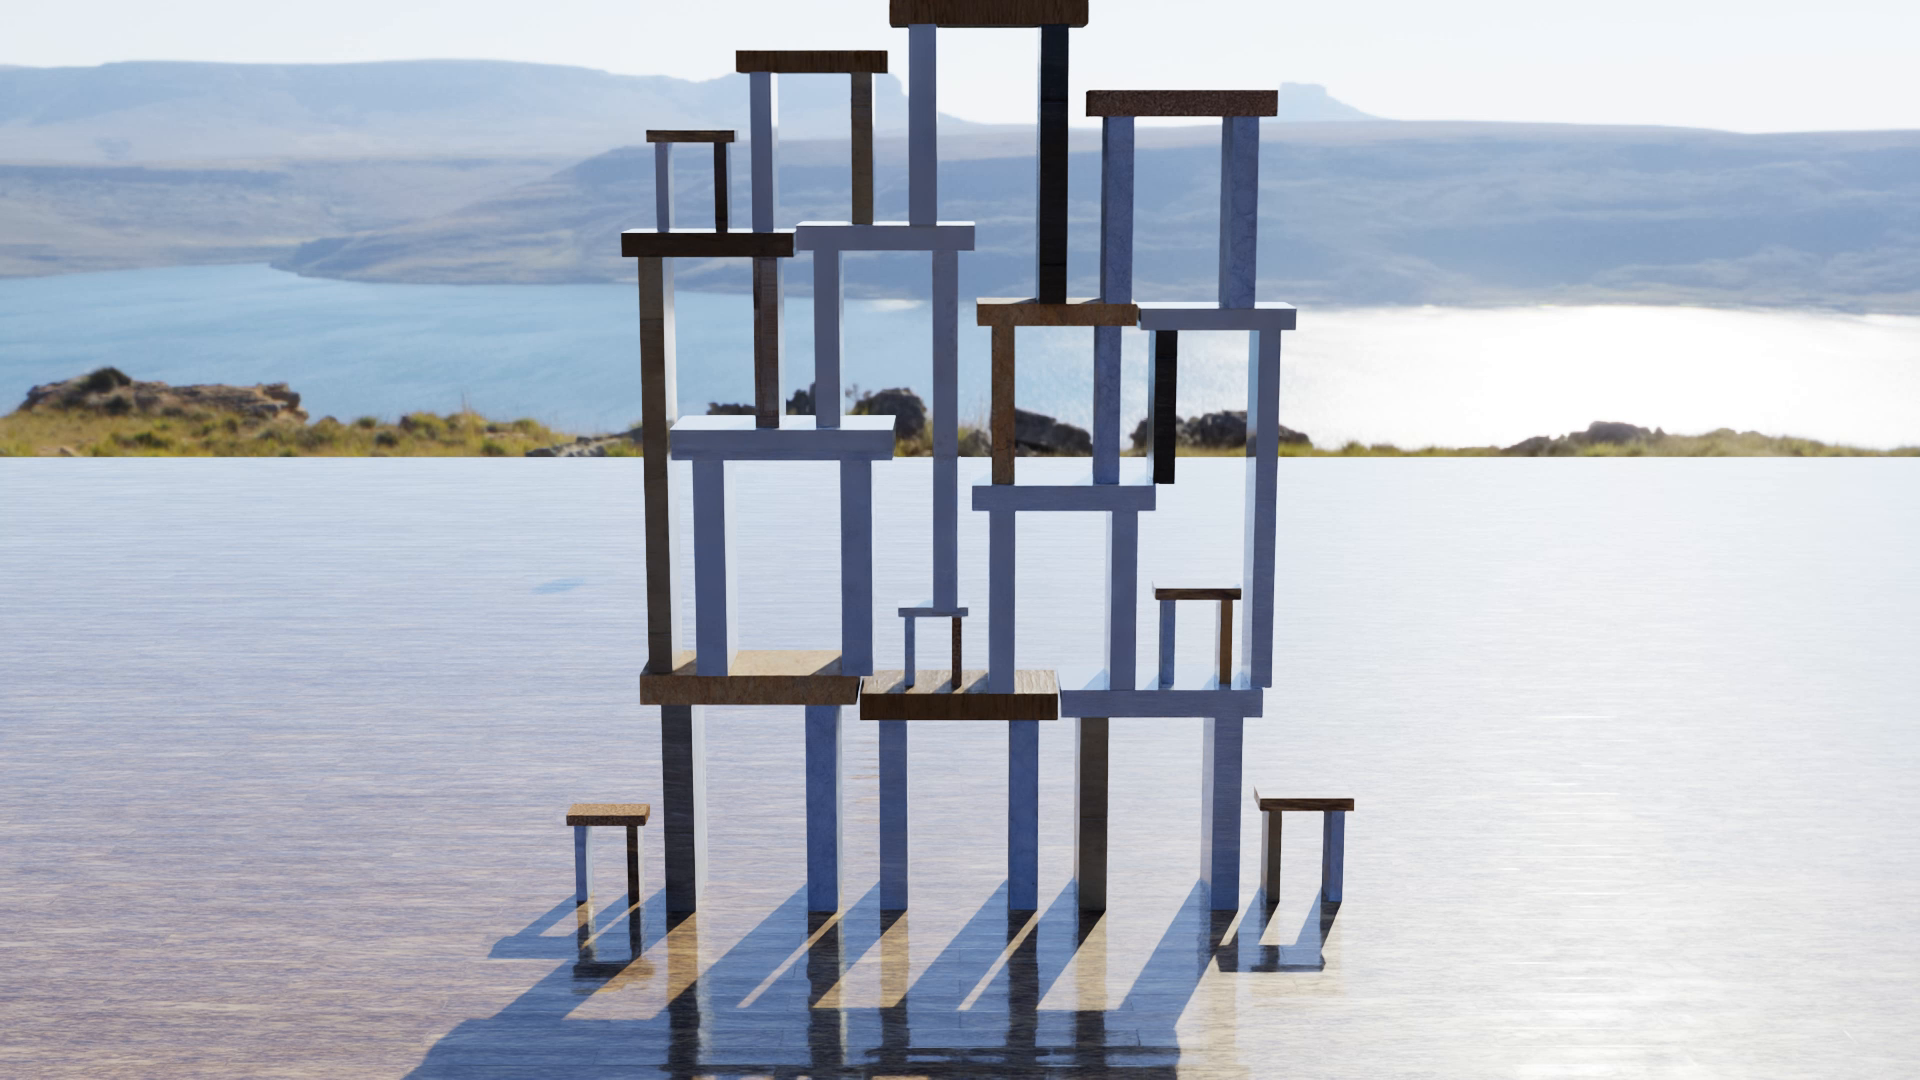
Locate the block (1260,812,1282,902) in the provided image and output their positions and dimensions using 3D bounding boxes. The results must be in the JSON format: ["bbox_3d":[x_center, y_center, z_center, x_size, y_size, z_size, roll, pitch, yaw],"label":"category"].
[{"bbox_3d":[0.517,0.514,3.656,0.022,0.155,0.077,0,11,0],"label":"block"}]

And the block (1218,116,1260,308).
[{"bbox_3d":[0.439,-0.518,3.468,0.041,0.293,0.143,0,11,0],"label":"block"}]

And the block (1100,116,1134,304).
[{"bbox_3d":[0.247,-0.521,3.466,0.041,0.286,0.143,0,11,0],"label":"block"}]

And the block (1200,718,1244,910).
[{"bbox_3d":[0.433,0.430,3.643,0.046,0.324,0.162,0,11,0],"label":"block"}]

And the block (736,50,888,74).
[{"bbox_3d":[-0.228,-0.744,3.426,0.232,0.033,0.116,0,11,-1],"label":"block"}]

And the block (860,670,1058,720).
[{"bbox_3d":[-0.002,0.254,3.611,0.319,0.045,0.159,0,11,0],"label":"block"}]

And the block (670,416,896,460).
[{"bbox_3d":[-0.279,-0.164,3.526,0.347,0.049,0.174,0,11,0],"label":"block"}]

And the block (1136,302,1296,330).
[{"bbox_3d":[0.404,-0.355,3.490,0.243,0.034,0.122,0,11,0],"label":"block"}]

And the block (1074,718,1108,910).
[{"bbox_3d":[0.216,0.430,3.643,0.046,0.324,0.162,0,11,0],"label":"block"}]

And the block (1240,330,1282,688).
[{"bbox_3d":[0.485,-0.056,3.546,0.034,0.575,0.122,0,11,0],"label":"block"}]

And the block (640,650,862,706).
[{"bbox_3d":[-0.339,0.225,3.604,0.346,0.049,0.173,0,11,0],"label":"block"}]

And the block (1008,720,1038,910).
[{"bbox_3d":[0.104,0.433,3.644,0.045,0.319,0.159,0,11,0],"label":"block"}]

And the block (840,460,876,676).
[{"bbox_3d":[-0.163,0.031,3.562,0.049,0.347,0.174,0,11,0],"label":"block"}]

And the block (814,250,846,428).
[{"bbox_3d":[-0.208,-0.326,3.503,0.039,0.276,0.138,0,11,0],"label":"block"}]

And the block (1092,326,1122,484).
[{"bbox_3d":[0.235,-0.222,3.517,0.035,0.249,0.125,0,11,0],"label":"block"}]

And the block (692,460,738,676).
[{"bbox_3d":[-0.395,0.031,3.562,0.049,0.347,0.174,0,11,0],"label":"block"}]

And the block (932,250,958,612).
[{"bbox_3d":[-0.023,-0.179,3.531,0.039,0.574,0.138,0,11,0],"label":"block"}]

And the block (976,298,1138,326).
[{"bbox_3d":[0.152,-0.362,3.492,0.249,0.035,0.125,0,11,0],"label":"block"}]

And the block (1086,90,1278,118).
[{"bbox_3d":[0.344,-0.682,3.438,0.286,0.041,0.143,0,11,0],"label":"block"}]

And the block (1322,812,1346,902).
[{"bbox_3d":[0.621,0.514,3.656,0.022,0.155,0.077,0,11,0],"label":"block"}]

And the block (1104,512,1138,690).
[{"bbox_3d":[0.261,0.084,3.571,0.041,0.291,0.145,0,11,0],"label":"block"}]

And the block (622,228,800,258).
[{"bbox_3d":[-0.392,-0.470,3.473,0.266,0.038,0.133,0,11,0],"label":"block"}]

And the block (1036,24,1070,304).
[{"bbox_3d":[0.144,-0.589,3.452,0.043,0.425,0.152,0,11,0],"label":"block"}]

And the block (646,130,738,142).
[{"bbox_3d":[-0.418,-0.632,3.444,0.137,0.019,0.068,0,10,0],"label":"block"}]

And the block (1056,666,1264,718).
[{"bbox_3d":[0.325,0.248,3.609,0.324,0.046,0.162,0,11,0],"label":"block"}]

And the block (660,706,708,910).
[{"bbox_3d":[-0.455,0.419,3.641,0.049,0.347,0.173,0,11,0],"label":"block"}]

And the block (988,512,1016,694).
[{"bbox_3d":[0.067,0.087,3.572,0.041,0.297,0.145,0,11,0],"label":"block"}]

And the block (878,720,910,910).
[{"bbox_3d":[-0.108,0.433,3.644,0.045,0.319,0.159,0,11,0],"label":"block"}]

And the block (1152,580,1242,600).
[{"bbox_3d":[0.384,0.081,3.571,0.139,0.020,0.069,0,11,0],"label":"block"}]

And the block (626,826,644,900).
[{"bbox_3d":[-0.539,0.527,3.655,0.018,0.129,0.064,0,11,0],"label":"block"}]

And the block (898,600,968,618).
[{"bbox_3d":[-0.043,0.111,3.583,0.114,0.016,0.057,0,11,-1],"label":"block"}]

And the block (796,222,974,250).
[{"bbox_3d":[-0.115,-0.481,3.475,0.276,0.039,0.138,0,11,0],"label":"block"}]

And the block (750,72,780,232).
[{"bbox_3d":[-0.306,-0.608,3.451,0.033,0.244,0.116,0,11,0],"label":"block"}]

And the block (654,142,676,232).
[{"bbox_3d":[-0.464,-0.556,3.458,0.019,0.137,0.068,0,10,0],"label":"block"}]

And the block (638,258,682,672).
[{"bbox_3d":[-0.481,-0.125,3.537,0.038,0.663,0.133,0,11,0],"label":"block"}]

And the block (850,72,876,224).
[{"bbox_3d":[-0.151,-0.614,3.450,0.033,0.232,0.116,0,11,0],"label":"block"}]

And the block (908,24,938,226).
[{"bbox_3d":[-0.057,-0.648,3.441,0.043,0.303,0.152,0,11,0],"label":"block"}]

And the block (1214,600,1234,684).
[{"bbox_3d":[0.430,0.159,3.586,0.020,0.139,0.069,0,11,0],"label":"block"}]

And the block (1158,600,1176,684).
[{"bbox_3d":[0.337,0.159,3.585,0.020,0.139,0.069,0,11,0],"label":"block"}]

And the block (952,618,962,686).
[{"bbox_3d":[-0.005,0.176,3.594,0.016,0.114,0.057,0,11,0],"label":"block"}]

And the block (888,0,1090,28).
[{"bbox_3d":[0.043,-0.819,3.409,0.303,0.043,0.152,0,11,0],"label":"block"}]

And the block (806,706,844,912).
[{"bbox_3d":[-0.224,0.419,3.641,0.049,0.347,0.173,0,11,0],"label":"block"}]

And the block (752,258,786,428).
[{"bbox_3d":[-0.303,-0.320,3.501,0.038,0.266,0.133,0,11,0],"label":"block"}]

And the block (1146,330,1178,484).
[{"bbox_3d":[0.323,-0.219,3.516,0.034,0.243,0.121,0,11,0],"label":"block"}]

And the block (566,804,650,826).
[{"bbox_3d":[-0.582,0.455,3.642,0.129,0.018,0.064,0,11,0],"label":"block"}]

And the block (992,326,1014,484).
[{"bbox_3d":[0.069,-0.222,3.517,0.035,0.249,0.125,0,11,0],"label":"block"}]

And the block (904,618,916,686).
[{"bbox_3d":[-0.082,0.176,3.594,0.016,0.114,0.057,0,11,0],"label":"block"}]

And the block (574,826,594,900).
[{"bbox_3d":[-0.625,0.527,3.655,0.018,0.129,0.064,0,11,0],"label":"block"}]

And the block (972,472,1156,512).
[{"bbox_3d":[0.164,-0.079,3.541,0.291,0.041,0.145,0,11,0],"label":"block"}]

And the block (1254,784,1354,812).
[{"bbox_3d":[0.569,0.427,3.640,0.155,0.022,0.077,0,11,0],"label":"block"}]

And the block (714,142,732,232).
[{"bbox_3d":[-0.372,-0.556,3.458,0.019,0.137,0.068,0,10,0],"label":"block"}]
